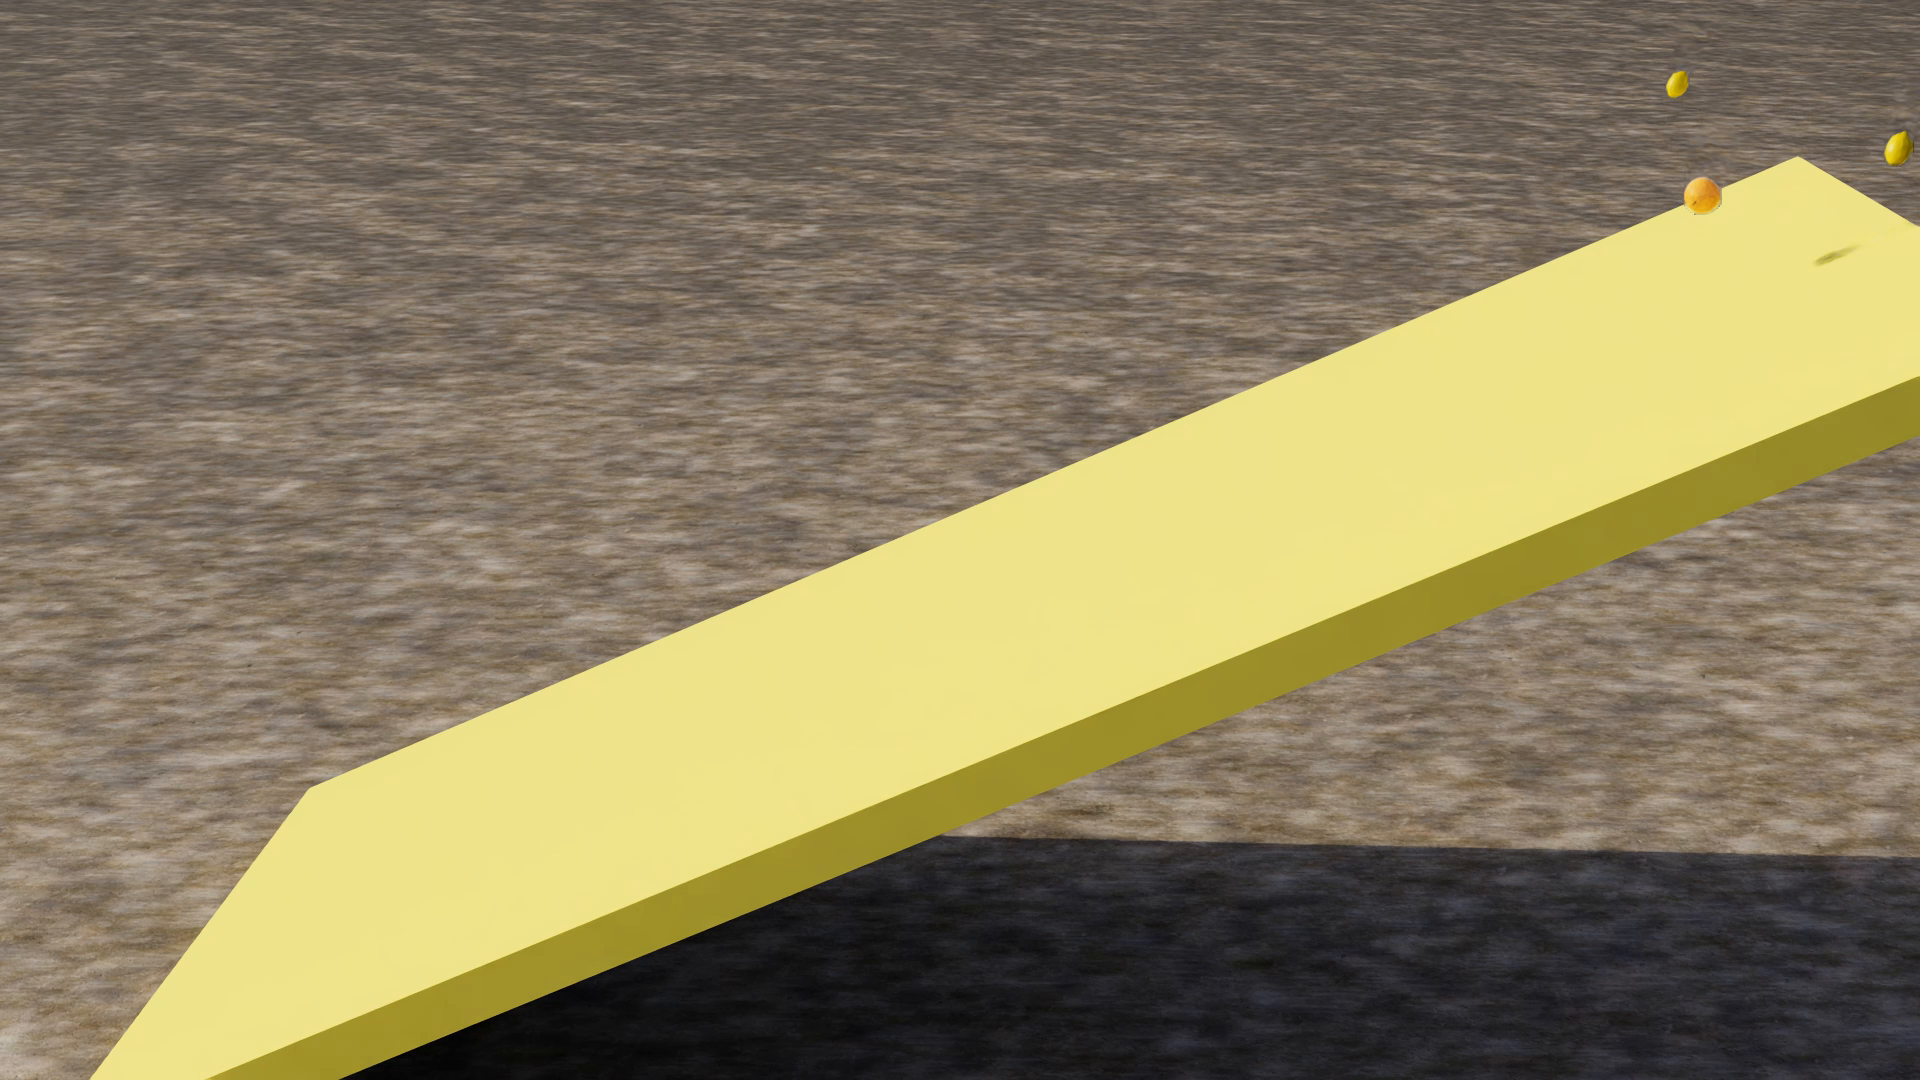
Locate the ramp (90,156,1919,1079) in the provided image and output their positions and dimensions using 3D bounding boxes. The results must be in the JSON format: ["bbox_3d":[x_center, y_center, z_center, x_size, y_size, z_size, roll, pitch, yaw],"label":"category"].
[{"bbox_3d":[0.132,0.170,6.284,4.000,0.100,2.000,-23,13,8],"label":"ramp"}]
